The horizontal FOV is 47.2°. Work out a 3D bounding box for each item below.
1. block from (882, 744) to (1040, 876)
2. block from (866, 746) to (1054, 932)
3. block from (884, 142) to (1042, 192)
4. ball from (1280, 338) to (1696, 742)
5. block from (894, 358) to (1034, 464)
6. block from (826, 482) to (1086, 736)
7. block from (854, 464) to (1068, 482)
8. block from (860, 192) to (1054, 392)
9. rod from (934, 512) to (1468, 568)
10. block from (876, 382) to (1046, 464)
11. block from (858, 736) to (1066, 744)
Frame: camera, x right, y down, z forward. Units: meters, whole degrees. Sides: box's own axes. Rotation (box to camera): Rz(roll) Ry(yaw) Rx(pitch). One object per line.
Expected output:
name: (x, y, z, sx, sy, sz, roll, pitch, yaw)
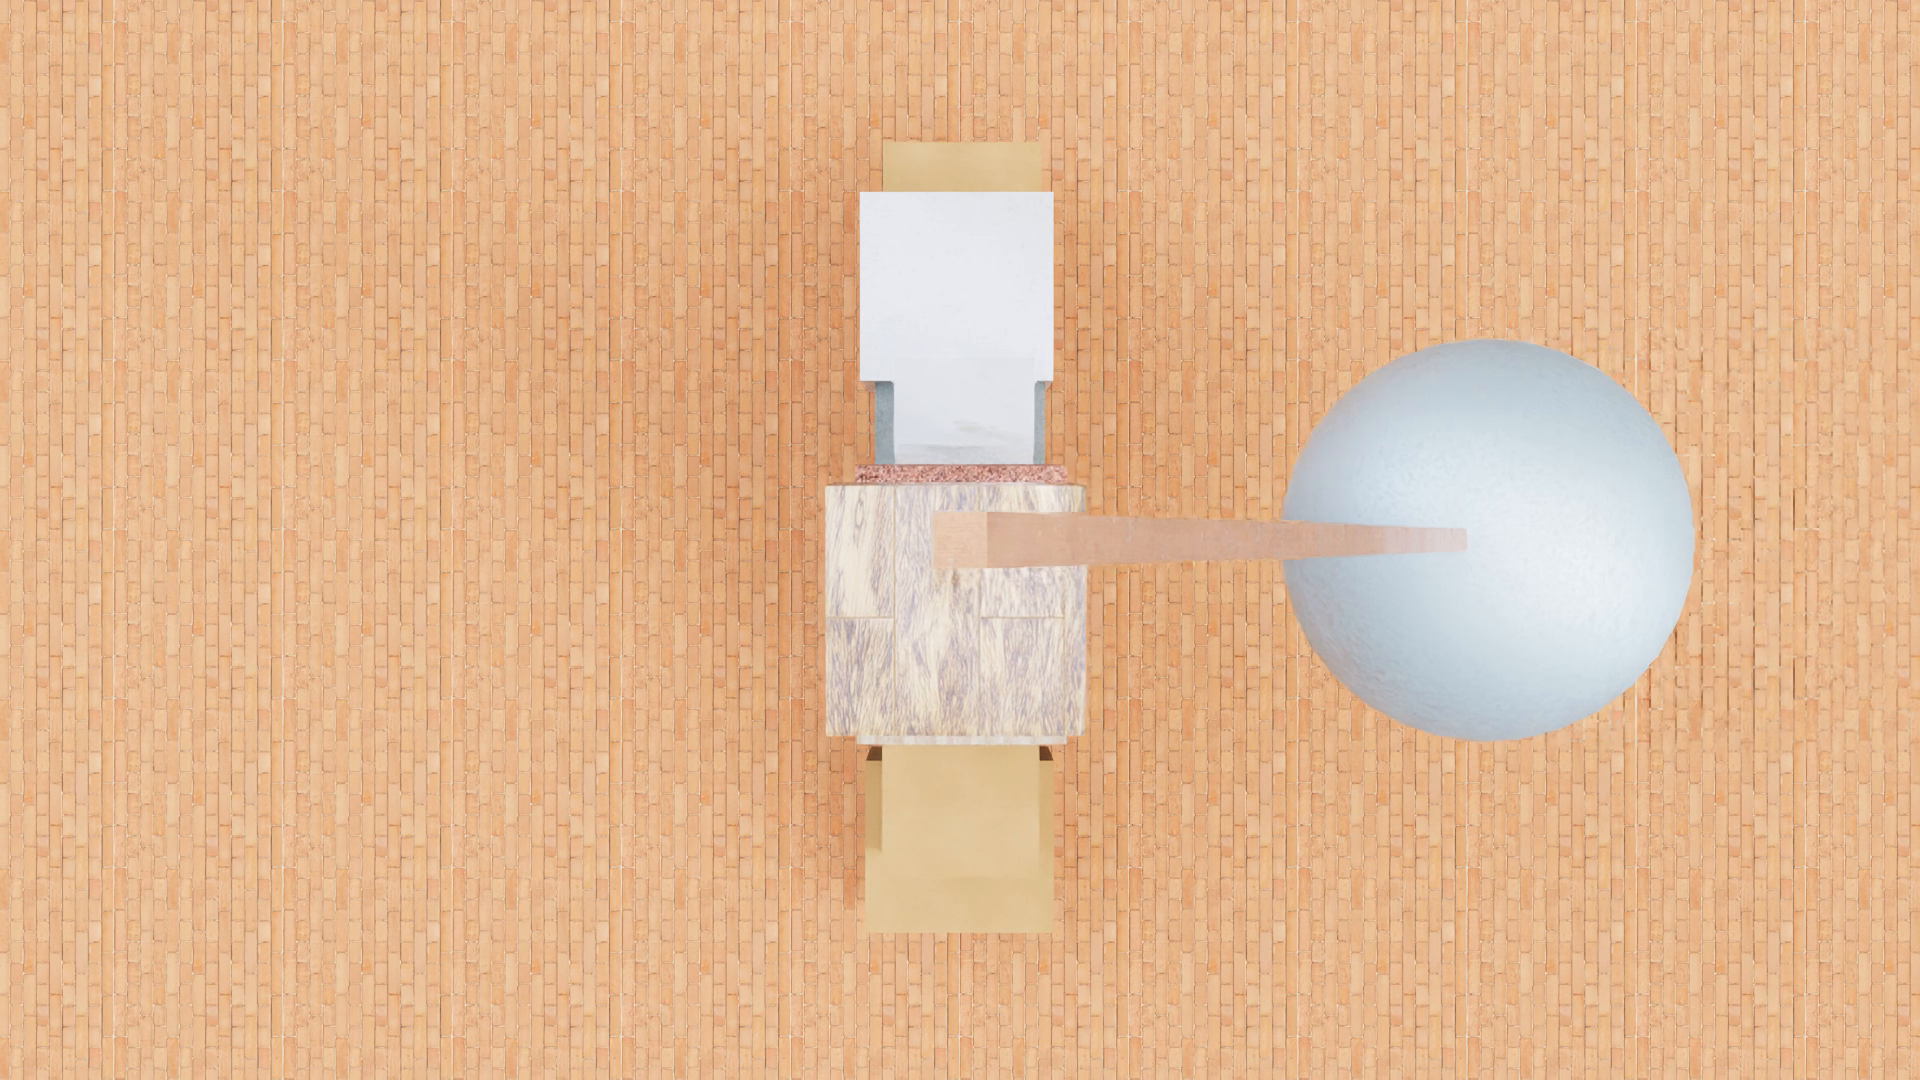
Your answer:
block: (0.004, 1.401, 11.821, 0.820, 0.698, 0.709, 0, 90, 0)
block: (-0.001, 1.698, 12.585, 1.044, 0.830, 0.952, 0, 90, 0)
block: (0.013, -1.747, 12.508, 0.866, 0.983, 0.855, 0, 90, 0)
ball: (2.074, 0.000, 8.723, 1.600, 1.600, 1.600, 0, 90, 0)
block: (0.019, -0.506, 10.688, 0.659, 0.648, 0.744, 0, 94, 0)
block: (-0.012, 0.194, 6.865, 0.768, 0.757, 0.740, 0, 93, 0)
block: (0.005, 0.097, 9.017, 0.832, 0.792, 0.809, 0, 93, 0)
block: (-0.016, -1.274, 11.503, 0.966, 1.029, 0.941, 0, 91, 0)
rod: (0.899, 0.000, 5.532, 0.080, 5.200, 0.080, 0, 90, 20)
block: (0.001, -0.340, 11.683, 0.865, 1.024, 0.918, 0, 90, 0)
block: (0.010, 0.399, 10.679, 0.972, 1.008, 1.053, 0, 93, 0)
